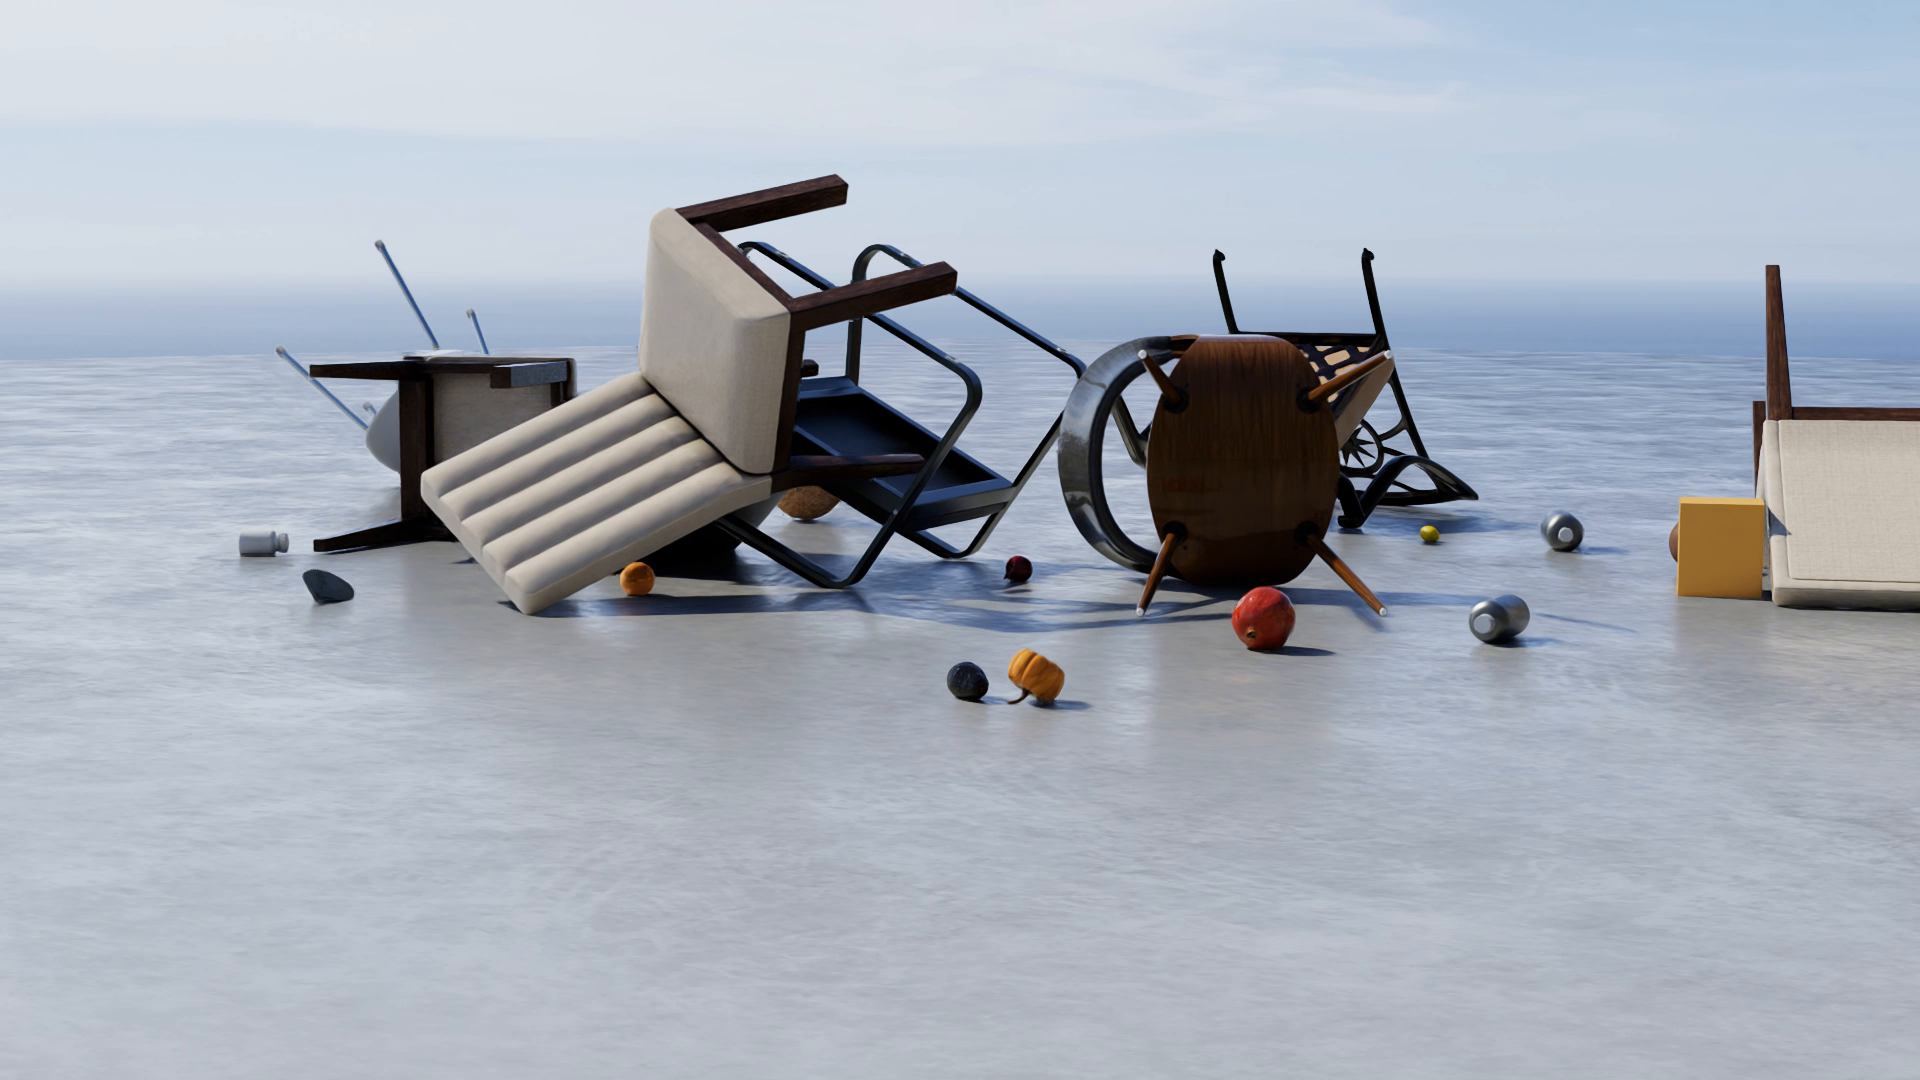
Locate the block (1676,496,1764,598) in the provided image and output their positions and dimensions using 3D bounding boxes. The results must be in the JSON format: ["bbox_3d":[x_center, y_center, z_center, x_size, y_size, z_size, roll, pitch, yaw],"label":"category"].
[{"bbox_3d":[1.580,0.014,5.335,0.165,0.192,0.157,2,6,15],"label":"block"}]

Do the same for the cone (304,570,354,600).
[{"bbox_3d":[-1.298,0.107,5.217,0.052,0.070,0.127,-40,-37,26],"label":"cone"}]

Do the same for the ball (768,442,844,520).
[{"bbox_3d":[-0.415,-0.159,6.936,0.209,0.209,0.209,0,6,0],"label":"ball"}]

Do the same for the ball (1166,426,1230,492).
[{"bbox_3d":[0.727,-0.248,7.856,0.197,0.197,0.197,0,6,0],"label":"ball"}]

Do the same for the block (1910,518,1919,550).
[{"bbox_3d":[2.334,-0.015,6.209,0.067,0.071,0.037,2,6,21],"label":"block"}]

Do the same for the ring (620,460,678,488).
[{"bbox_3d":[-0.977,-0.208,8.066,0.186,0.076,0.161,2,8,7],"label":"ring"}]

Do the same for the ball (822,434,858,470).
[{"bbox_3d":[-0.406,-0.297,8.660,0.129,0.129,0.129,0,6,0],"label":"ball"}]
